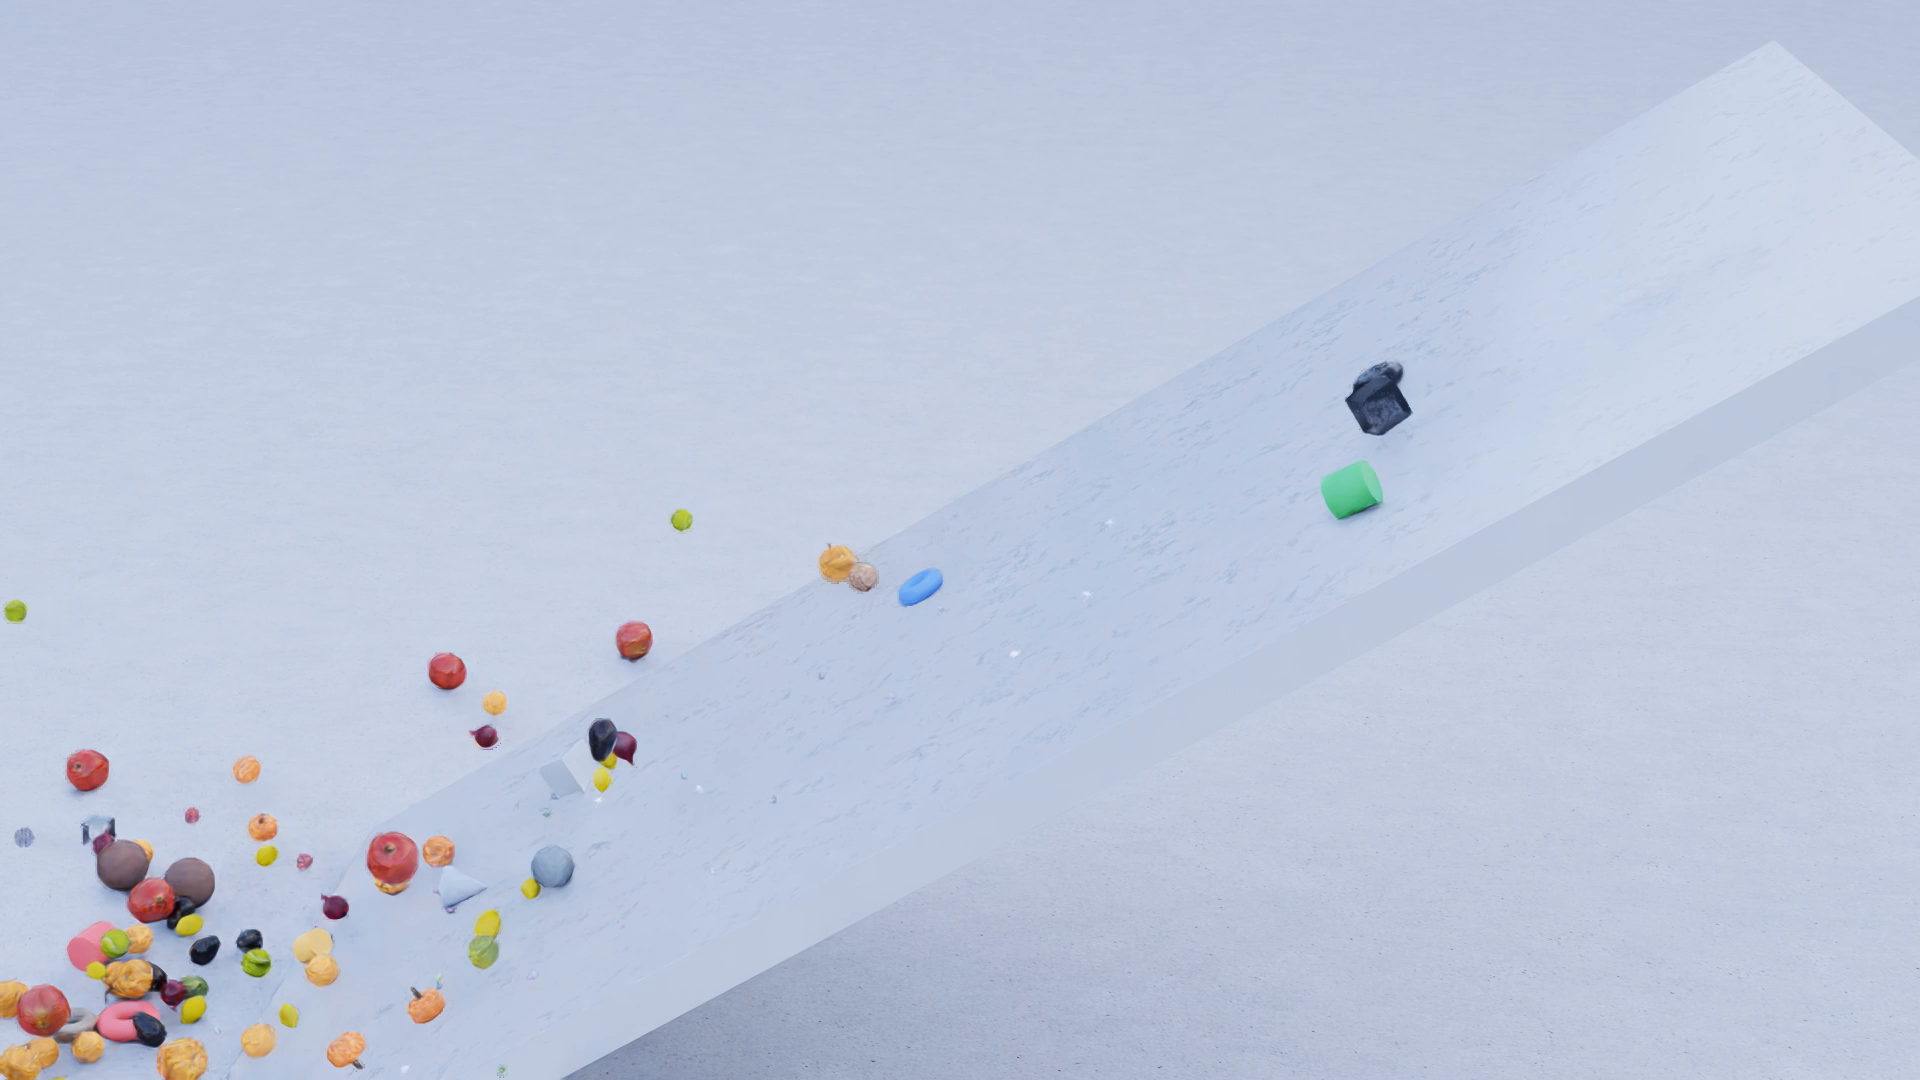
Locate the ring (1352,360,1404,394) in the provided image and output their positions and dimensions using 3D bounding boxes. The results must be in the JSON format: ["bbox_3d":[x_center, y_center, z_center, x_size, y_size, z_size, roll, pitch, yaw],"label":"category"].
[{"bbox_3d":[0.871,-0.333,6.132,0.116,0.039,0.116,-29,16,9],"label":"ring"}]

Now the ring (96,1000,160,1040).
[{"bbox_3d":[-1.925,1.112,6.807,0.143,0.048,0.143,-1,20,0],"label":"ring"}]

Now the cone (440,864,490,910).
[{"bbox_3d":[-1.101,0.778,6.594,0.100,0.100,0.100,-1,19,11],"label":"cone"}]

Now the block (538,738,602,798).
[{"bbox_3d":[-0.916,0.535,6.905,0.090,0.090,0.090,-21,19,38],"label":"block"}]

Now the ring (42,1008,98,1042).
[{"bbox_3d":[-2.055,1.120,6.794,0.123,0.041,0.123,1,19,0],"label":"ring"}]

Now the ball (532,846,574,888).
[{"bbox_3d":[-0.870,0.699,6.282,0.091,0.091,0.091,0,19,0],"label":"ball"}]

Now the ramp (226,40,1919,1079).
[{"bbox_3d":[0.141,0.169,6.288,4.000,0.100,2.000,-29,15,13],"label":"ramp"}]

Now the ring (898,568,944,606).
[{"bbox_3d":[-0.090,0.106,6.692,0.116,0.039,0.116,-31,15,10],"label":"ring"}]

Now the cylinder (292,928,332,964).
[{"bbox_3d":[-1.507,0.944,6.841,0.065,0.065,0.065,-27,0,38],"label":"cylinder"}]

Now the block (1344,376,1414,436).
[{"bbox_3d":[0.840,-0.268,5.898,0.082,0.082,0.082,-35,15,-10],"label":"block"}]

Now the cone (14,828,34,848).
[{"bbox_3d":[-2.462,0.788,7.771,0.055,0.055,0.055,2,-7,5],"label":"cone"}]

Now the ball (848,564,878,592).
[{"bbox_3d":[-0.230,0.089,6.981,0.067,0.067,0.067,0,19,0],"label":"ball"}]

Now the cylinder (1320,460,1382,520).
[{"bbox_3d":[0.738,-0.095,5.542,0.086,0.086,0.086,-26,8,25],"label":"cylinder"}]

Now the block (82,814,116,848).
[{"bbox_3d":[-2.274,0.769,7.770,0.061,0.061,0.061,5,20,13],"label":"block"}]
